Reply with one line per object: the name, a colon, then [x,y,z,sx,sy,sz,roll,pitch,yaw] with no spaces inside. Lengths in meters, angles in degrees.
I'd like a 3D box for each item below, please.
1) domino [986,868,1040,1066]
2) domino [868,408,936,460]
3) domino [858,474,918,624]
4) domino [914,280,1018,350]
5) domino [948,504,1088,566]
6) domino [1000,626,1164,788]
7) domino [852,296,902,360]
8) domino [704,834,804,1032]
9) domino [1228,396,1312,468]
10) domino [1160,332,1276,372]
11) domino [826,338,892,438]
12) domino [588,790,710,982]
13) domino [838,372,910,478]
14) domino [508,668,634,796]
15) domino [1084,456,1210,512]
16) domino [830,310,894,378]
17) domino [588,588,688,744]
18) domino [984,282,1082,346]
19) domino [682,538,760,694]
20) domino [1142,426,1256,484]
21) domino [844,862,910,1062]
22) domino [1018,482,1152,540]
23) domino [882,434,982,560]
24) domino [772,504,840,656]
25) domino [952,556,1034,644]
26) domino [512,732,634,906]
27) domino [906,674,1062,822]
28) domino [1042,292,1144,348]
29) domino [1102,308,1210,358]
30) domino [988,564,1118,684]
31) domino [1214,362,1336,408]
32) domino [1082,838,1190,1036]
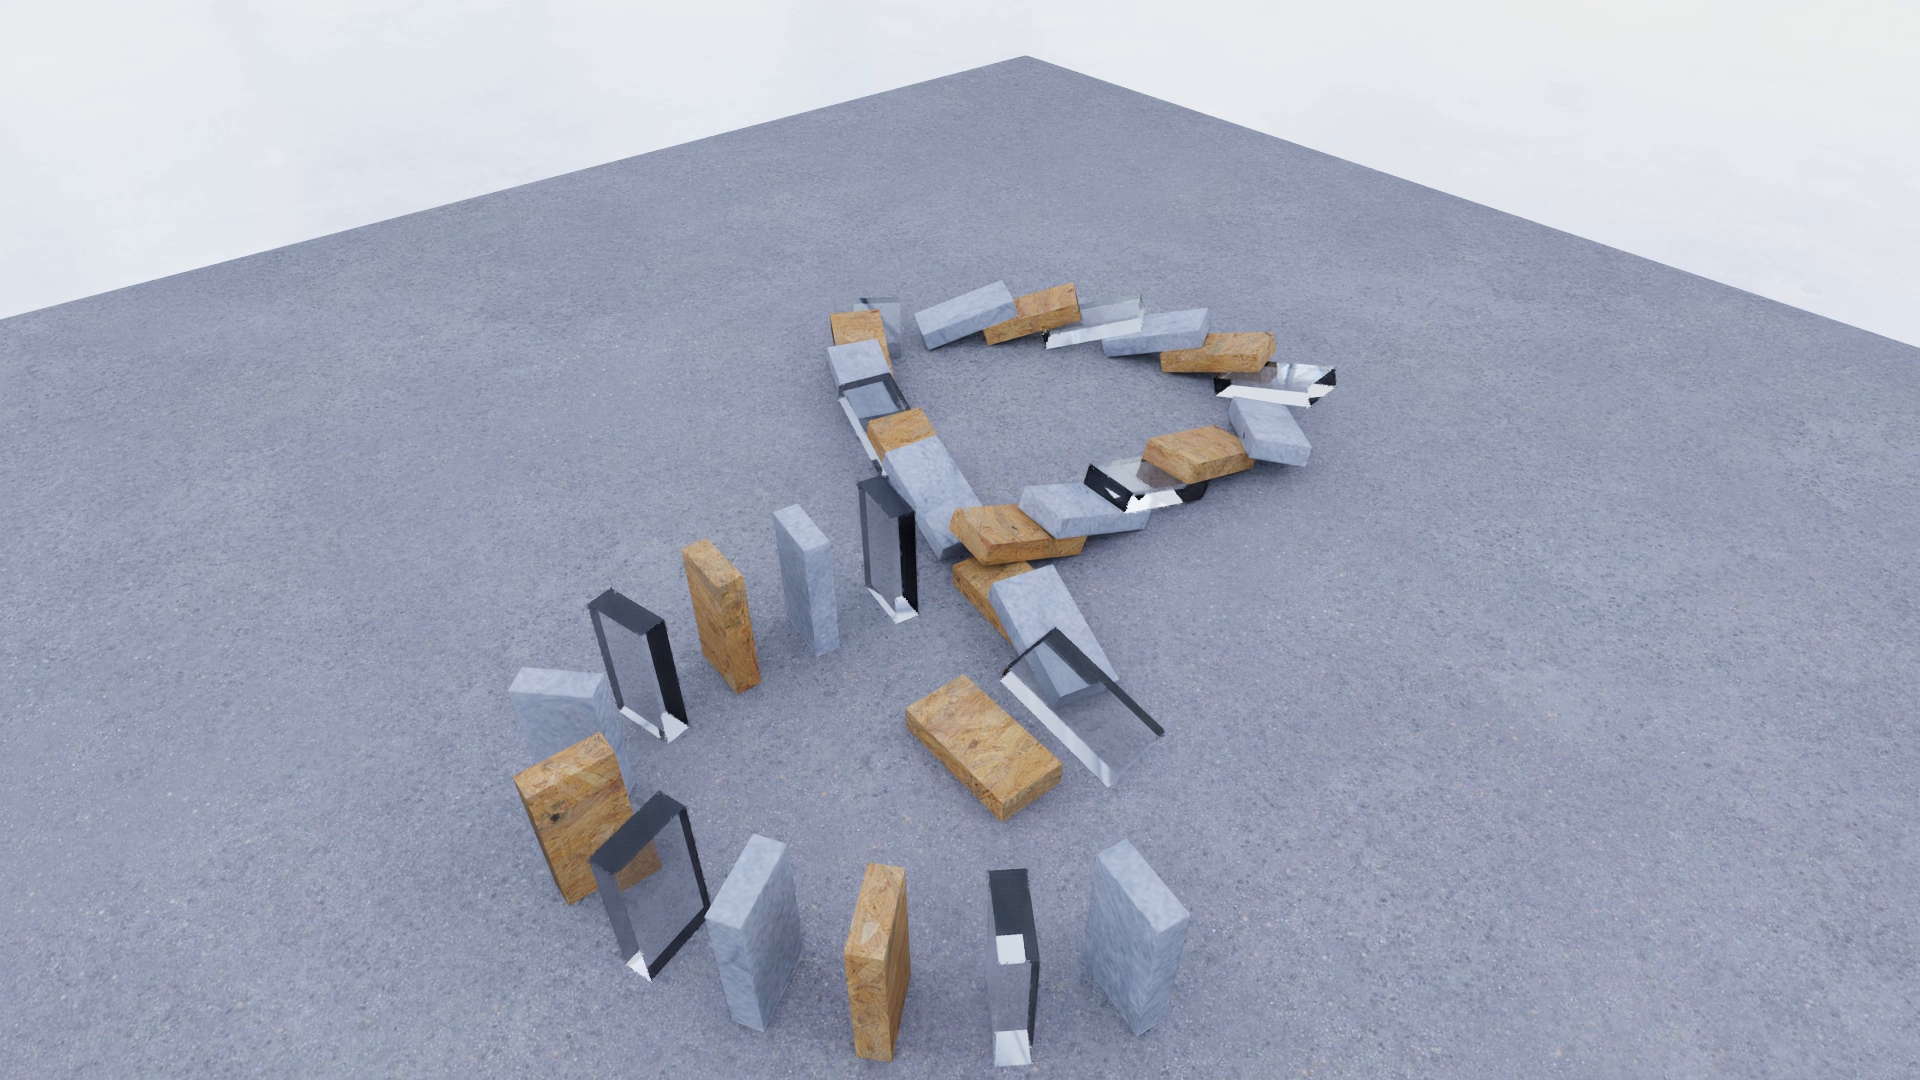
domino: [0.013,0.109,0.279,0.009,0.050,0.025,-3,39,-3]
domino: [-0.018,-0.033,0.473,0.025,0.010,0.050,-18,60,-21]
domino: [-0.026,0.004,0.407,0.010,0.050,0.025,-21,44,-24]
domino: [0.003,-0.118,0.576,0.050,0.010,0.025,-21,39,1]
domino: [0.023,-0.003,0.434,0.050,0.009,0.025,-6,38,-37]
domino: [0.040,0.055,0.364,0.025,0.009,0.050,-35,69,-32]
domino: [-0.044,-0.112,0.580,0.025,0.010,0.050,-2,39,-3]
domino: [-0.052,0.103,0.286,0.010,0.050,0.025,13,41,15]
domino: [0.138,-0.049,0.493,0.025,0.010,0.050,9,28,-3]
domino: [0.128,-0.093,0.546,0.050,0.010,0.025,6,37,34]
domino: [-0.044,-0.072,0.520,0.025,0.010,0.050,-13,59,-15]
domino: [-0.082,0.094,0.297,0.010,0.050,0.025,22,44,24]
domino: [-0.033,-0.052,0.496,0.025,0.009,0.050,-18,60,-20]
domino: [-0.118,0.061,0.337,0.025,0.050,0.010,4,39,5]
domino: [0.079,-0.025,0.462,0.050,0.010,0.025,-10,37,-40]
domino: [-0.049,-0.093,0.546,0.025,0.010,0.050,-7,55,-9]
domino: [-0.105,0.042,0.360,0.025,0.050,0.009,25,45,27]
domino: [0.037,-0.119,0.577,0.050,0.010,0.025,-14,37,11]
domino: [-0.082,0.027,0.379,0.009,0.050,0.025,-27,46,-29]
domino: [0.105,-0.038,0.478,0.050,0.010,0.025,-14,39,-43]
domino: [-0.020,0.108,0.280,0.009,0.050,0.025,6,40,7]
domino: [0.051,-0.013,0.447,0.050,0.009,0.025,-6,36,-38]
domino: [-0.009,-0.018,0.451,0.025,0.010,0.050,-21,65,-24]
domino: [-0.055,0.015,0.393,0.010,0.050,0.025,-22,44,-24]
domino: [0.021,0.022,0.416,0.025,0.010,0.050,-22,44,-25]
domino: [-0.107,0.080,0.314,0.025,0.050,0.009,-27,46,-29]
domino: [0.007,0.067,0.361,0.025,0.010,0.050,-27,46,-29]
domino: [0.069,-0.114,0.571,0.050,0.009,0.025,-7,36,19]
domino: [0.100,-0.106,0.561,0.050,0.010,0.025,-1,36,27]
domino: [0.032,0.034,0.389,0.025,0.010,0.050,-16,60,-22]
domino: [0.150,-0.075,0.524,0.050,0.009,0.025,16,39,44]
domino: [0.045,0.104,0.285,0.010,0.050,0.025,-20,44,-23]
